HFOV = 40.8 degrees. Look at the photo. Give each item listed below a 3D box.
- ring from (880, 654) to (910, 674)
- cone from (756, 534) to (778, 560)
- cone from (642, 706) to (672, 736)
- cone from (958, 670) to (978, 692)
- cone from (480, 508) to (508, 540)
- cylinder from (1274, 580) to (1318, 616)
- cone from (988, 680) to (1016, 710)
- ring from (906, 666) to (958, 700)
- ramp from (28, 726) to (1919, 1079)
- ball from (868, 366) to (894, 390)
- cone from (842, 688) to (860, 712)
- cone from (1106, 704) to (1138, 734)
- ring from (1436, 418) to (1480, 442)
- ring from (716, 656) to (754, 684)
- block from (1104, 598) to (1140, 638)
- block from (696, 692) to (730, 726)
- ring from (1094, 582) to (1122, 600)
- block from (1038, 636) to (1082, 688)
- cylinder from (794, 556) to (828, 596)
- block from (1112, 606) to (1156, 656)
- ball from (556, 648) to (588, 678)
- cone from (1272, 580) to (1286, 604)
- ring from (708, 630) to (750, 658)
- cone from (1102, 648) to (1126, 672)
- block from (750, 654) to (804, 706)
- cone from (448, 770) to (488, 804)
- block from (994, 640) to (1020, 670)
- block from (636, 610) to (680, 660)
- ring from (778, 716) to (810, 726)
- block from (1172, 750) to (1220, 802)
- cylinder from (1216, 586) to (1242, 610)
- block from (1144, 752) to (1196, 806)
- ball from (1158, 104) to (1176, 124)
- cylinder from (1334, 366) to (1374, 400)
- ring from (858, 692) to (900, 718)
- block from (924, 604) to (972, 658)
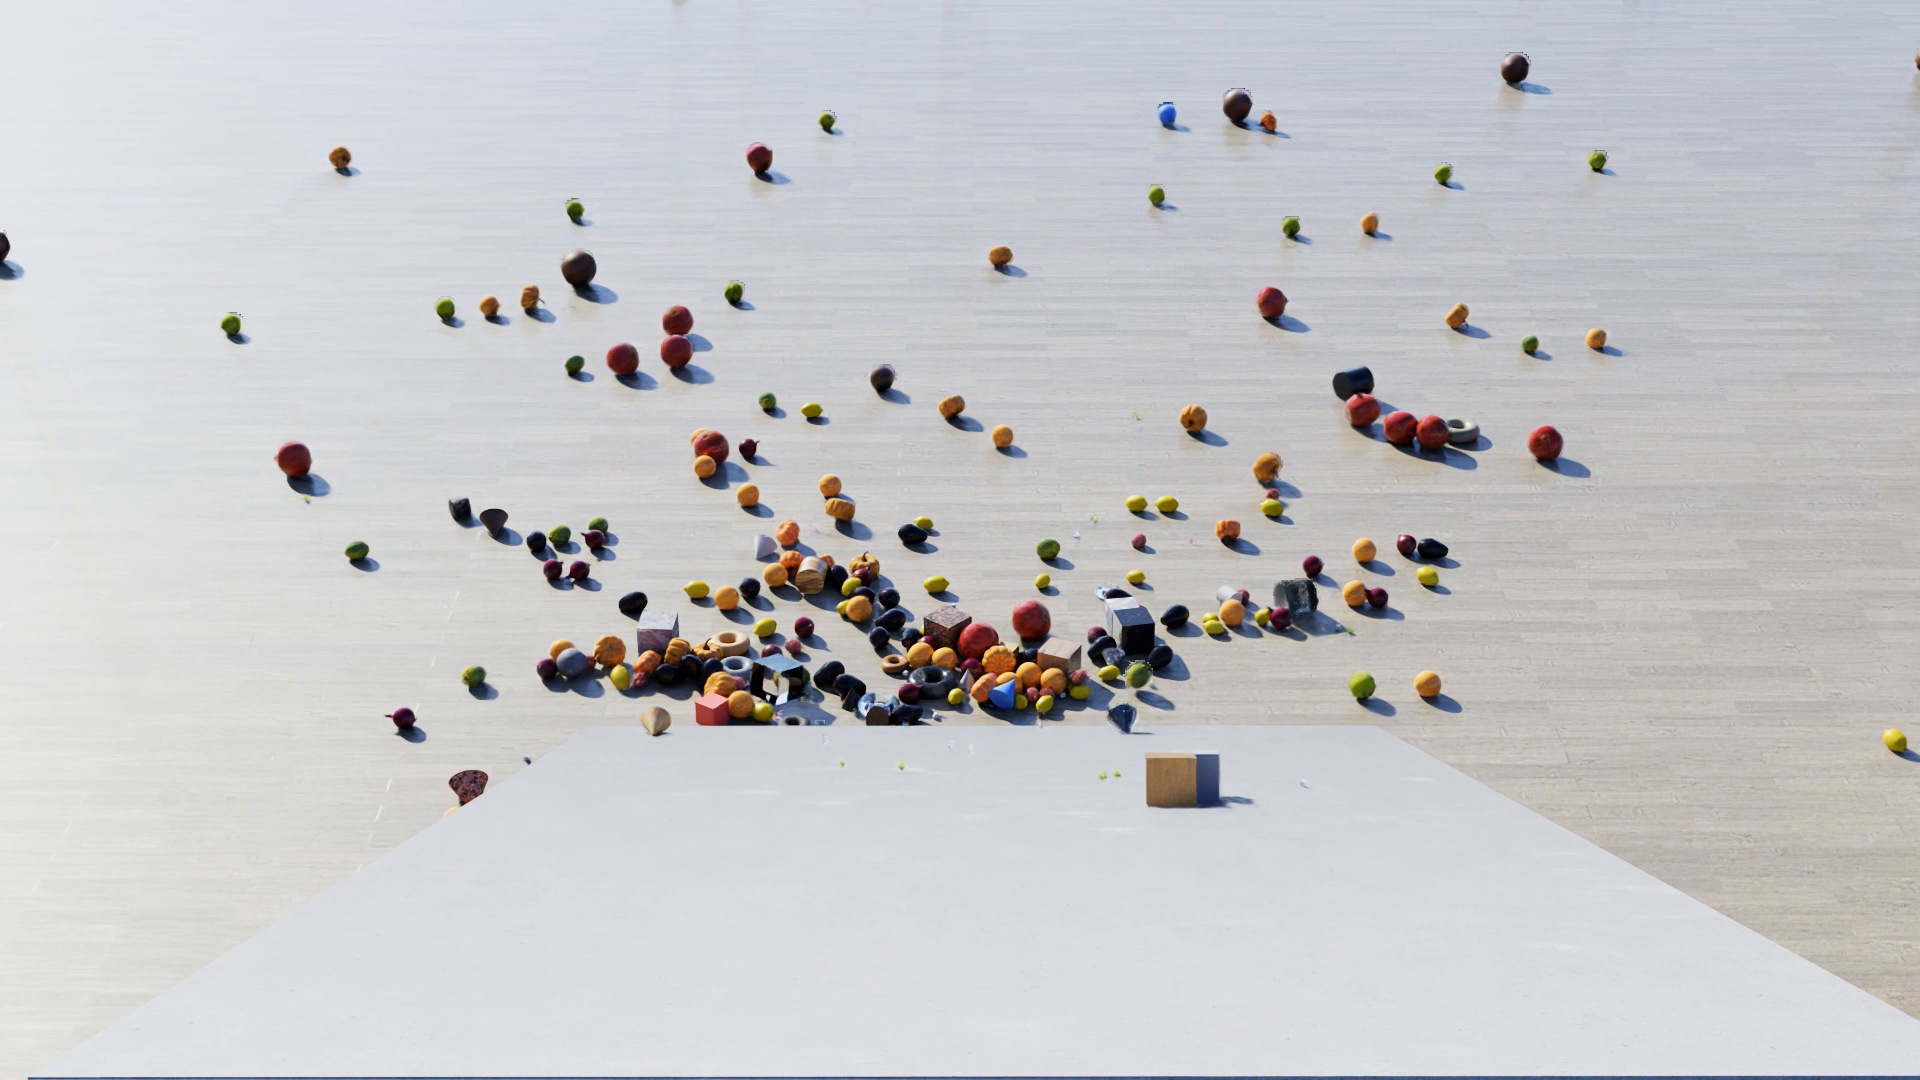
[{"bbox_3d":[-0.177,0.337,7.024,0.080,0.027,0.080,-1,27,1],"label":"ring"},{"bbox_3d":[-0.586,0.033,7.605,0.072,0.072,0.072,13,58,23],"label":"cone"},{"bbox_3d":[-0.752,0.462,6.353,0.075,0.075,0.075,0,30,1],"label":"cone"},{"bbox_3d":[0.022,0.369,6.928,0.057,0.057,0.057,0,27,0],"label":"cone"},{"bbox_3d":[-1.394,-0.034,7.730,0.086,0.086,0.086,-4,54,-8],"label":"cone"},{"bbox_3d":[0.948,0.163,7.289,0.092,0.092,0.092,-9,29,-16],"label":"cylinder"},{"bbox_3d":[0.127,0.395,6.833,0.077,0.077,0.077,16,52,28],"label":"cone"},{"bbox_3d":[-0.074,0.382,6.916,0.139,0.046,0.139,-1,28,1],"label":"ring"},{"bbox_3d":[0.062,0.556,4.594,2.000,0.100,4.000,0,1,0],"label":"ramp"},{"bbox_3d":[-0.264,-0.543,8.663,0.086,0.086,0.086,0,27,0],"label":"ball"},{"bbox_3d":[-0.285,0.413,6.840,0.061,0.061,0.061,0,27,0],"label":"cone"},{"bbox_3d":[0.408,0.460,6.371,0.080,0.080,0.080,-4,26,-7],"label":"cone"},{"bbox_3d":[1.609,-0.354,8.341,0.140,0.047,0.140,-1,26,0],"label":"ring"},{"bbox_3d":[-0.606,0.352,6.984,0.114,0.038,0.114,1,27,-1],"label":"ring"},{"bbox_3d":[0.454,0.217,7.195,0.082,0.082,0.082,-5,28,-9],"label":"block"},{"bbox_3d":[-0.649,0.448,6.771,0.062,0.062,0.062,18,33,31],"label":"block"},{"bbox_3d":[0.425,0.146,7.395,0.076,0.025,0.076,0,29,0],"label":"ring"},{"bbox_3d":[0.268,0.330,6.968,0.090,0.090,0.090,12,30,22],"label":"block"},{"bbox_3d":[-0.426,0.102,7.418,0.083,0.083,0.083,3,27,5],"label":"cylinder"},{"bbox_3d":[0.478,0.252,7.116,0.093,0.093,0.093,-6,28,-11],"label":"block"},{"bbox_3d":[-1.048,0.333,6.972,0.081,0.081,0.081,0,27,0],"label":"ball"},{"bbox_3d":[0.926,0.142,7.357,0.067,0.067,0.067,0,27,0],"label":"cone"},{"bbox_3d":[-0.635,0.286,7.110,0.117,0.039,0.117,-1,26,0],"label":"ring"},{"bbox_3d":[0.416,0.336,7.023,0.064,0.064,0.064,2,54,4],"label":"cone"},{"bbox_3d":[-0.487,0.370,6.867,0.095,0.095,0.095,21,23,35],"label":"block"},{"bbox_3d":[-1.215,0.639,6.420,0.099,0.099,0.099,-8,55,-14],"label":"cone"},{"bbox_3d":[0.127,0.314,7.040,0.052,0.052,0.052,12,30,22],"label":"block"},{"bbox_3d":[-0.828,0.263,7.090,0.098,0.098,0.098,2,27,3],"label":"block"},{"bbox_3d":[-0.432,0.486,6.734,0.087,0.029,0.087,0,26,0],"label":"ring"},{"bbox_3d":[0.456,0.455,4.998,0.090,0.090,0.090,0,1,7],"label":"block"},{"bbox_3d":[0.765,0.164,7.330,0.053,0.053,0.053,-17,33,-30],"label":"cylinder"},{"bbox_3d":[0.400,0.455,4.906,0.092,0.092,0.092,0,1,1],"label":"block"},{"bbox_3d":[0.897,-1.841,11.177,0.083,0.083,0.083,0,27,0],"label":"ball"},{"bbox_3d":[1.313,-0.522,8.610,0.097,0.097,0.097,-17,32,-29],"label":"cylinder"},{"bbox_3d":[-0.214,0.436,6.821,0.113,0.038,0.113,1,27,-1],"label":"ring"},{"bbox_3d":[-0.034,0.252,7.115,0.094,0.094,0.094,22,35,36],"label":"block"}]
